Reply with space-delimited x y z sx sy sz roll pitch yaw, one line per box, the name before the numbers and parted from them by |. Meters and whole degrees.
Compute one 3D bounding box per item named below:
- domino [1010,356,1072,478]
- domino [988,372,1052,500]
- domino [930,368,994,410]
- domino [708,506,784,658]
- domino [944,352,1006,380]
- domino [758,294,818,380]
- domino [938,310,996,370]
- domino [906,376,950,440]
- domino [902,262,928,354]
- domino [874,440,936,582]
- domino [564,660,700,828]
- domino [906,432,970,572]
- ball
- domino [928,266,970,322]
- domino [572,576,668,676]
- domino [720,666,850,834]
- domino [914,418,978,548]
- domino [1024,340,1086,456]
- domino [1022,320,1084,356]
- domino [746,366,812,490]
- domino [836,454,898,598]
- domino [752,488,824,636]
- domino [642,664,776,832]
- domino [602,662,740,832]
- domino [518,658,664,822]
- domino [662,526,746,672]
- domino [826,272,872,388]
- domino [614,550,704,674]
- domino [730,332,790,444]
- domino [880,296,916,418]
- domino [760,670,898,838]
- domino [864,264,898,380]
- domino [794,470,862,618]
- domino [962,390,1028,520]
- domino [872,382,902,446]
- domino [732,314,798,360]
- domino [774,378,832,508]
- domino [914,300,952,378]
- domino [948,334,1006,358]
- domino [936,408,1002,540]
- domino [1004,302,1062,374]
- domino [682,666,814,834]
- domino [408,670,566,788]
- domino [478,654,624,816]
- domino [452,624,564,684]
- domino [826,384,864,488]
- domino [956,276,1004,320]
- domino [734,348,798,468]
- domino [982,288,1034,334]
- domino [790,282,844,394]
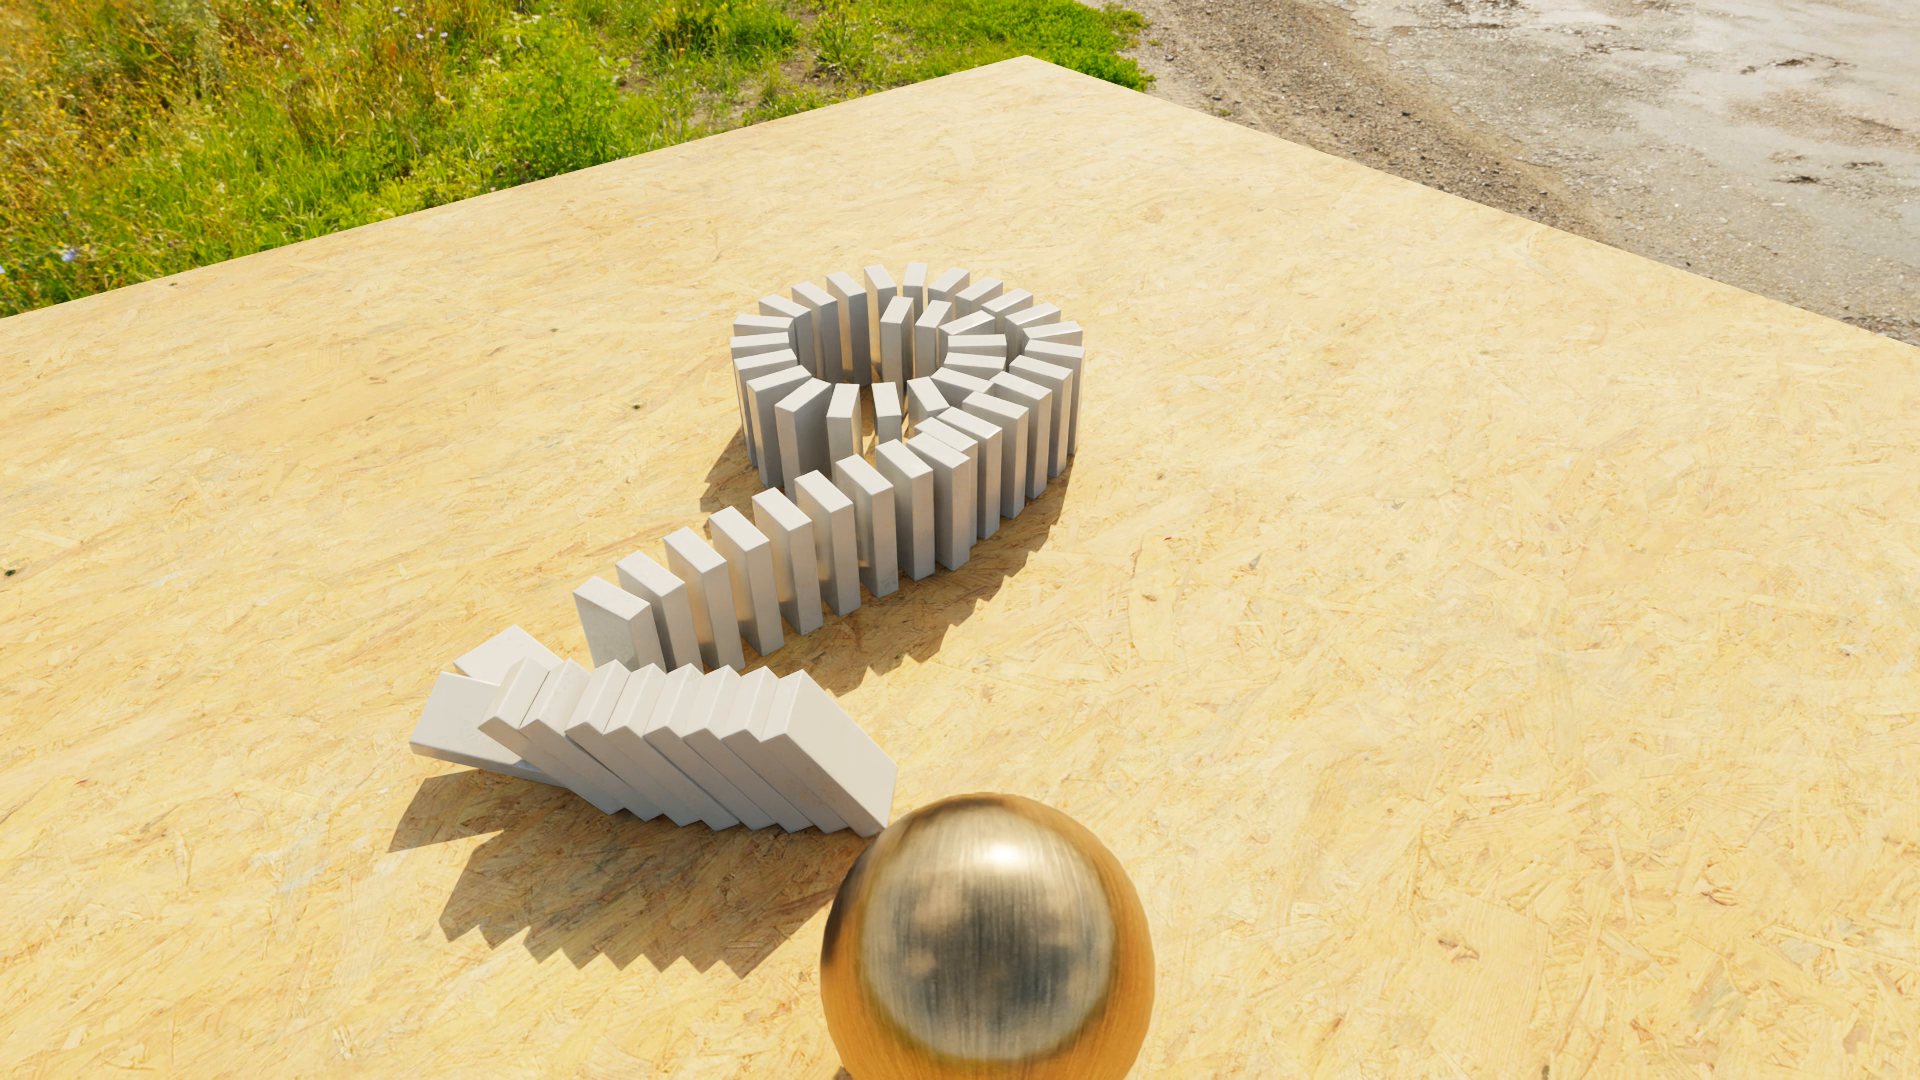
domino | 0.034 -0.053 0.476 0.025 0.050 0.010 20 43 23
domino | 0.025 -0.044 0.465 0.025 0.050 0.009 26 46 28
domino | 0.001 -0.047 0.468 0.025 0.050 0.009 20 43 22
domino | -0.076 0.015 0.393 0.009 0.050 0.025 -28 47 -30
domino | 0.006 -0.056 0.480 0.025 0.050 0.009 6 40 8
domino | -0.080 -0.088 0.519 0.025 0.050 0.010 28 47 30
domino | 0.003 -0.078 0.506 0.025 0.050 0.010 -28 47 -29
domino | -0.013 -0.040 0.460 0.009 0.050 0.025 -14 41 -16
domino | -0.021 -0.108 0.544 0.009 0.050 0.025 3 39 3
domino | -0.021 -0.011 0.425 0.009 0.050 0.025 -24 45 -27
domino | -0.096 0.063 0.337 0.009 0.050 0.025 -25 32 25
domino | -0.008 -0.015 0.429 0.025 0.050 0.009 32 49 33
ball | 0.006 0.101 0.264 0.080 0.080 0.080 0 39 0
domino | -0.005 -0.105 0.540 0.010 0.050 0.025 19 43 21
domino | -0.111 0.038 0.365 0.025 0.050 0.010 22 44 24
domino | -0.050 0.064 0.335 0.010 0.050 0.025 -24 32 24
domino | -0.005 -0.021 0.437 0.025 0.050 0.010 31 49 32
domino | 0.041 -0.063 0.488 0.025 0.050 0.010 11 41 13
domino | 0.041 -0.074 0.501 0.025 0.050 0.009 -11 41 -14
domino | -0.075 -0.047 0.469 0.025 0.050 0.009 -22 44 -24
domino | -0.035 -0.005 0.417 0.010 0.050 0.025 -25 45 -27
domino | -0.063 0.008 0.401 0.009 0.050 0.025 -27 46 -29
domino | -0.073 0.064 0.336 0.009 0.050 0.025 -24 33 24
domino | -0.084 0.064 0.336 0.010 0.050 0.025 -24 32 24
domino | -0.109 0.062 0.340 0.009 0.050 0.025 -29 30 27
domino | -0.089 0.022 0.384 0.010 0.050 0.025 -30 48 -31
domino | -0.054 -0.102 0.536 0.009 0.050 0.025 -20 44 -23
domino | -0.101 0.030 0.375 0.025 0.050 0.010 29 47 31
domino | -0.087 -0.068 0.494 0.025 0.050 0.010 -7 40 -8
domino | -0.029 -0.085 0.516 0.010 0.050 0.025 7 40 9
domino | -0.039 0.065 0.334 0.009 0.050 0.025 -24 32 24
domino | -0.038 -0.107 0.542 0.009 0.050 0.025 -12 41 -15
domino | -0.049 0.002 0.409 0.009 0.050 0.025 -25 46 -27
domino | 0.014 -0.034 0.454 0.025 0.050 0.009 21 44 24
domino | -0.030 -0.037 0.457 0.009 0.050 0.025 -5 40 -7
domino | -0.088 -0.079 0.507 0.025 0.050 0.010 6 40 7
domino | -0.063 -0.039 0.460 0.009 0.050 0.025 21 44 24
domino | -0.012 -0.083 0.513 0.009 0.050 0.025 11 41 13
domino | 0.007 -0.067 0.494 0.025 0.050 0.010 -2 39 -2
domino | 0.004 -0.026 0.444 0.025 0.050 0.009 27 46 29
domino | 0.033 -0.083 0.513 0.025 0.050 0.009 -24 45 -26
domino | -0.061 0.064 0.335 0.010 0.050 0.025 -24 32 24
domino | -0.145 0.061 0.352 0.050 0.009 0.025 15 55 -9
domino | -0.121 0.061 0.341 0.009 0.050 0.025 -30 31 28
domino | -0.150 0.050 0.382 0.050 0.010 0.025 28 47 29
domino | -0.047 -0.037 0.456 0.009 0.050 0.025 2 39 3
domino | 0.009 -0.099 0.532 0.009 0.050 0.025 26 46 28
domino | -0.082 -0.057 0.481 0.025 0.050 0.009 -14 41 -16
domino | 0.022 -0.092 0.523 0.025 0.050 0.010 -32 49 -33
domino | -0.068 -0.096 0.528 0.010 0.050 0.025 -27 47 -29
